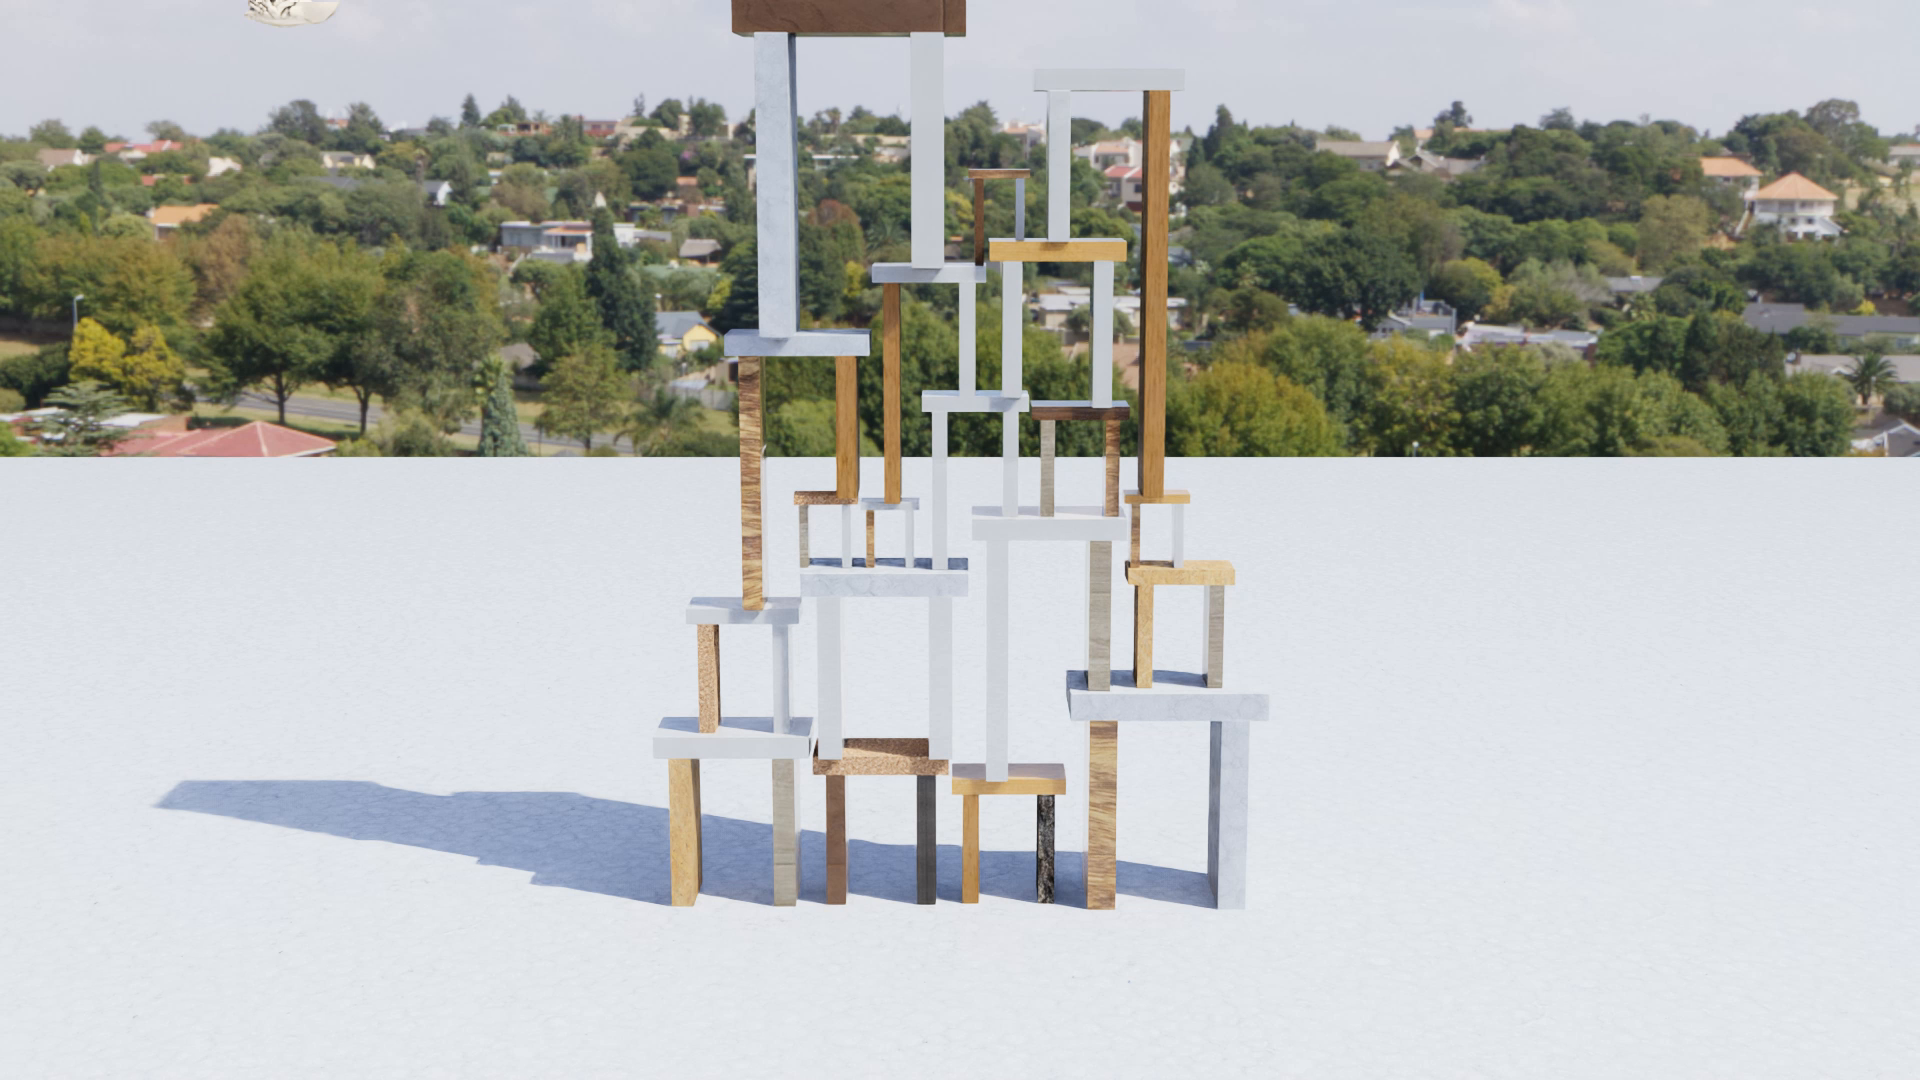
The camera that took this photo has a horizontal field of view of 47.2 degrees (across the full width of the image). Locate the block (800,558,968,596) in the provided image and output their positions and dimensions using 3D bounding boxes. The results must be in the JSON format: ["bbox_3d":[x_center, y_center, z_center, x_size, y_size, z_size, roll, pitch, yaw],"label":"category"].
[{"bbox_3d":[-0.120,0.060,3.567,0.268,0.038,0.134,0,11,0],"label":"block"}]

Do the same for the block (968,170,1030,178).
[{"bbox_3d":[0.062,-0.575,3.450,0.096,0.014,0.048,0,11,1],"label":"block"}]

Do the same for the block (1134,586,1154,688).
[{"bbox_3d":[0.299,0.149,3.586,0.024,0.171,0.086,0,11,0],"label":"block"}]

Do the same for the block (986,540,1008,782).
[{"bbox_3d":[0.060,0.185,3.594,0.035,0.398,0.123,0,11,0],"label":"block"}]

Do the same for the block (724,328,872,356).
[{"bbox_3d":[-0.256,-0.315,3.503,0.227,0.032,0.113,0,11,0],"label":"block"}]

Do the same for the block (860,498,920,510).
[{"bbox_3d":[-0.112,-0.059,3.546,0.095,0.013,0.047,0,11,0],"label":"block"}]

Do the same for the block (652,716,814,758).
[{"bbox_3d":[-0.371,0.325,3.619,0.252,0.036,0.126,0,11,0],"label":"block"}]

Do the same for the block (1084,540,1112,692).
[{"bbox_3d":[0.224,0.111,3.580,0.035,0.247,0.123,0,11,0],"label":"block"}]

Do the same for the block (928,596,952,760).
[{"bbox_3d":[-0.031,0.210,3.595,0.038,0.268,0.134,0,11,0],"label":"block"}]

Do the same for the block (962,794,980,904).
[{"bbox_3d":[0.018,0.499,3.650,0.026,0.186,0.093,0,11,0],"label":"block"}]

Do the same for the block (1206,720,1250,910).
[{"bbox_3d":[0.444,0.433,3.642,0.045,0.319,0.159,0,11,0],"label":"block"}]

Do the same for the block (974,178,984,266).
[{"bbox_3d":[0.030,-0.501,3.464,0.014,0.135,0.048,0,11,0],"label":"block"}]

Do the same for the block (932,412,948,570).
[{"bbox_3d":[-0.032,-0.085,3.543,0.024,0.256,0.085,0,11,0],"label":"block"}]

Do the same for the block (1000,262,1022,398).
[{"bbox_3d":[0.082,-0.339,3.496,0.030,0.213,0.107,0,11,0],"label":"block"}]

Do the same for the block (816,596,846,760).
[{"bbox_3d":[-0.210,0.210,3.595,0.038,0.268,0.134,0,11,0],"label":"block"}]

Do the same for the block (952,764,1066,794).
[{"bbox_3d":[0.080,0.394,3.631,0.186,0.026,0.093,0,11,0],"label":"block"}]

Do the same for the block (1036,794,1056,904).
[{"bbox_3d":[0.142,0.499,3.650,0.026,0.186,0.093,0,11,0],"label":"block"}]

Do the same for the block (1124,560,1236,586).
[{"bbox_3d":[0.356,0.053,3.568,0.171,0.024,0.086,0,11,0],"label":"block"}]

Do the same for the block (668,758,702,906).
[{"bbox_3d":[-0.455,0.466,3.646,0.036,0.252,0.126,0,11,0],"label":"block"}]

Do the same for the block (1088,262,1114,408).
[{"bbox_3d":[0.224,-0.331,3.497,0.030,0.230,0.107,0,11,0],"label":"block"}]

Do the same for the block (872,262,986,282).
[{"bbox_3d":[-0.048,-0.424,3.484,0.179,0.025,0.090,0,11,0],"label":"block"}]

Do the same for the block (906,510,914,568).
[{"bbox_3d":[-0.081,-0.005,3.555,0.013,0.095,0.047,0,11,0],"label":"block"}]

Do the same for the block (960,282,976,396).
[{"bbox_3d":[0.011,-0.323,3.503,0.025,0.179,0.090,0,11,0],"label":"block"}]

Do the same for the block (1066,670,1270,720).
[{"bbox_3d":[0.337,0.254,3.609,0.319,0.045,0.159,0,11,0],"label":"block"}]

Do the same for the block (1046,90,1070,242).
[{"bbox_3d":[0.153,-0.586,3.447,0.033,0.230,0.115,0,11,0],"label":"block"}]

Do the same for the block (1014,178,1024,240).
[{"bbox_3d":[0.094,-0.520,3.459,0.014,0.096,0.048,0,11,0],"label":"block"}]

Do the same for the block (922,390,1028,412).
[{"bbox_3d":[0.024,-0.222,3.517,0.169,0.024,0.085,0,11,0],"label":"block"}]

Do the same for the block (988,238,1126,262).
[{"bbox_3d":[0.153,-0.459,3.474,0.213,0.030,0.107,0,11,0],"label":"block"}]

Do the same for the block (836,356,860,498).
[{"bbox_3d":[-0.180,-0.188,3.527,0.032,0.227,0.113,0,10,0],"label":"block"}]

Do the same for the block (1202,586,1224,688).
[{"bbox_3d":[0.413,0.149,3.586,0.024,0.171,0.086,0,11,0],"label":"block"}]

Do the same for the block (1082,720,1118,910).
[{"bbox_3d":[0.231,0.433,3.642,0.045,0.319,0.159,0,11,0],"label":"block"}]

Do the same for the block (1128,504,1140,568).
[{"bbox_3d":[0.282,-0.011,3.557,0.015,0.105,0.053,0,11,0],"label":"block"}]

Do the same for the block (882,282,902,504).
[{"bbox_3d":[-0.108,-0.239,3.519,0.025,0.351,0.090,0,11,0],"label":"block"}]

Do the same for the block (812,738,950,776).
[{"bbox_3d":[-0.129,0.357,3.627,0.221,0.031,0.111,0,11,0],"label":"block"}]

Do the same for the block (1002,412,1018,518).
[{"bbox_3d":[0.081,-0.127,3.535,0.024,0.169,0.085,0,11,0],"label":"block"}]

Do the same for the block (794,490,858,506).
[{"bbox_3d":[-0.216,-0.068,3.544,0.103,0.015,0.052,0,10,-2],"label":"block"}]

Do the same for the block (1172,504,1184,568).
[{"bbox_3d":[0.352,-0.011,3.556,0.015,0.105,0.053,0,11,0],"label":"block"}]

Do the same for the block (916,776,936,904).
[{"bbox_3d":[-0.055,0.481,3.649,0.031,0.221,0.111,0,11,0],"label":"block"}]

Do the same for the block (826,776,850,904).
[{"bbox_3d":[-0.203,0.481,3.650,0.031,0.221,0.111,0,10,0],"label":"block"}]

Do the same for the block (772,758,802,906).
[{"bbox_3d":[-0.287,0.466,3.646,0.036,0.252,0.126,0,11,0],"label":"block"}]

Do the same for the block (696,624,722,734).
[{"bbox_3d":[-0.411,0.217,3.604,0.026,0.182,0.091,0,11,0],"label":"block"}]

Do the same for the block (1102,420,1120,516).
[{"bbox_3d":[0.243,-0.121,3.538,0.022,0.155,0.077,0,11,0],"label":"block"}]

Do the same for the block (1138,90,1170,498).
[{"bbox_3d":[0.306,-0.388,3.483,0.033,0.633,0.115,0,11,0],"label":"block"}]

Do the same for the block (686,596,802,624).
[{"bbox_3d":[-0.350,0.115,3.585,0.182,0.026,0.091,0,11,0],"label":"block"}]

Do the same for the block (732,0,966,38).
[{"bbox_3d":[-0.168,-0.809,3.411,0.355,0.050,0.177,0,11,0],"label":"block"}]

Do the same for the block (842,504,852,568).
[{"bbox_3d":[-0.182,-0.010,3.557,0.015,0.103,0.052,0,10,0],"label":"block"}]

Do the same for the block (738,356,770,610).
[{"bbox_3d":[-0.332,-0.098,3.544,0.032,0.409,0.113,0,11,0],"label":"block"}]

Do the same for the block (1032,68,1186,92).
[{"bbox_3d":[0.230,-0.716,3.423,0.230,0.033,0.115,0,11,0],"label":"block"}]

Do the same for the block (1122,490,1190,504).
[{"bbox_3d":[0.316,-0.070,3.545,0.105,0.015,0.053,0,11,0],"label":"block"}]

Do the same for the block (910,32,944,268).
[{"bbox_3d":[-0.050,-0.610,3.448,0.050,0.355,0.177,0,11,0],"label":"block"}]

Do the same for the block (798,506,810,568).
[{"bbox_3d":[-0.251,-0.010,3.555,0.015,0.103,0.052,0,11,-1],"label":"block"}]

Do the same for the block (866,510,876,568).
[{"bbox_3d":[-0.144,-0.006,3.556,0.013,0.094,0.047,0,11,0],"label":"block"}]

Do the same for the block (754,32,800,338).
[{"bbox_3d":[-0.286,-0.558,3.458,0.050,0.461,0.177,0,11,0],"label":"block"}]

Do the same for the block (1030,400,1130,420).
[{"bbox_3d":[0.191,-0.208,3.522,0.155,0.022,0.077,0,11,0],"label":"block"}]

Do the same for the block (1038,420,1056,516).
[{"bbox_3d":[0.140,-0.121,3.538,0.022,0.155,0.077,0,11,0],"label":"block"}]

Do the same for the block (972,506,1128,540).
[{"bbox_3d":[0.142,-0.027,3.554,0.247,0.035,0.123,0,11,0],"label":"block"}]

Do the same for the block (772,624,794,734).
[{"bbox_3d":[-0.290,0.217,3.604,0.026,0.182,0.091,0,11,0],"label":"block"}]
